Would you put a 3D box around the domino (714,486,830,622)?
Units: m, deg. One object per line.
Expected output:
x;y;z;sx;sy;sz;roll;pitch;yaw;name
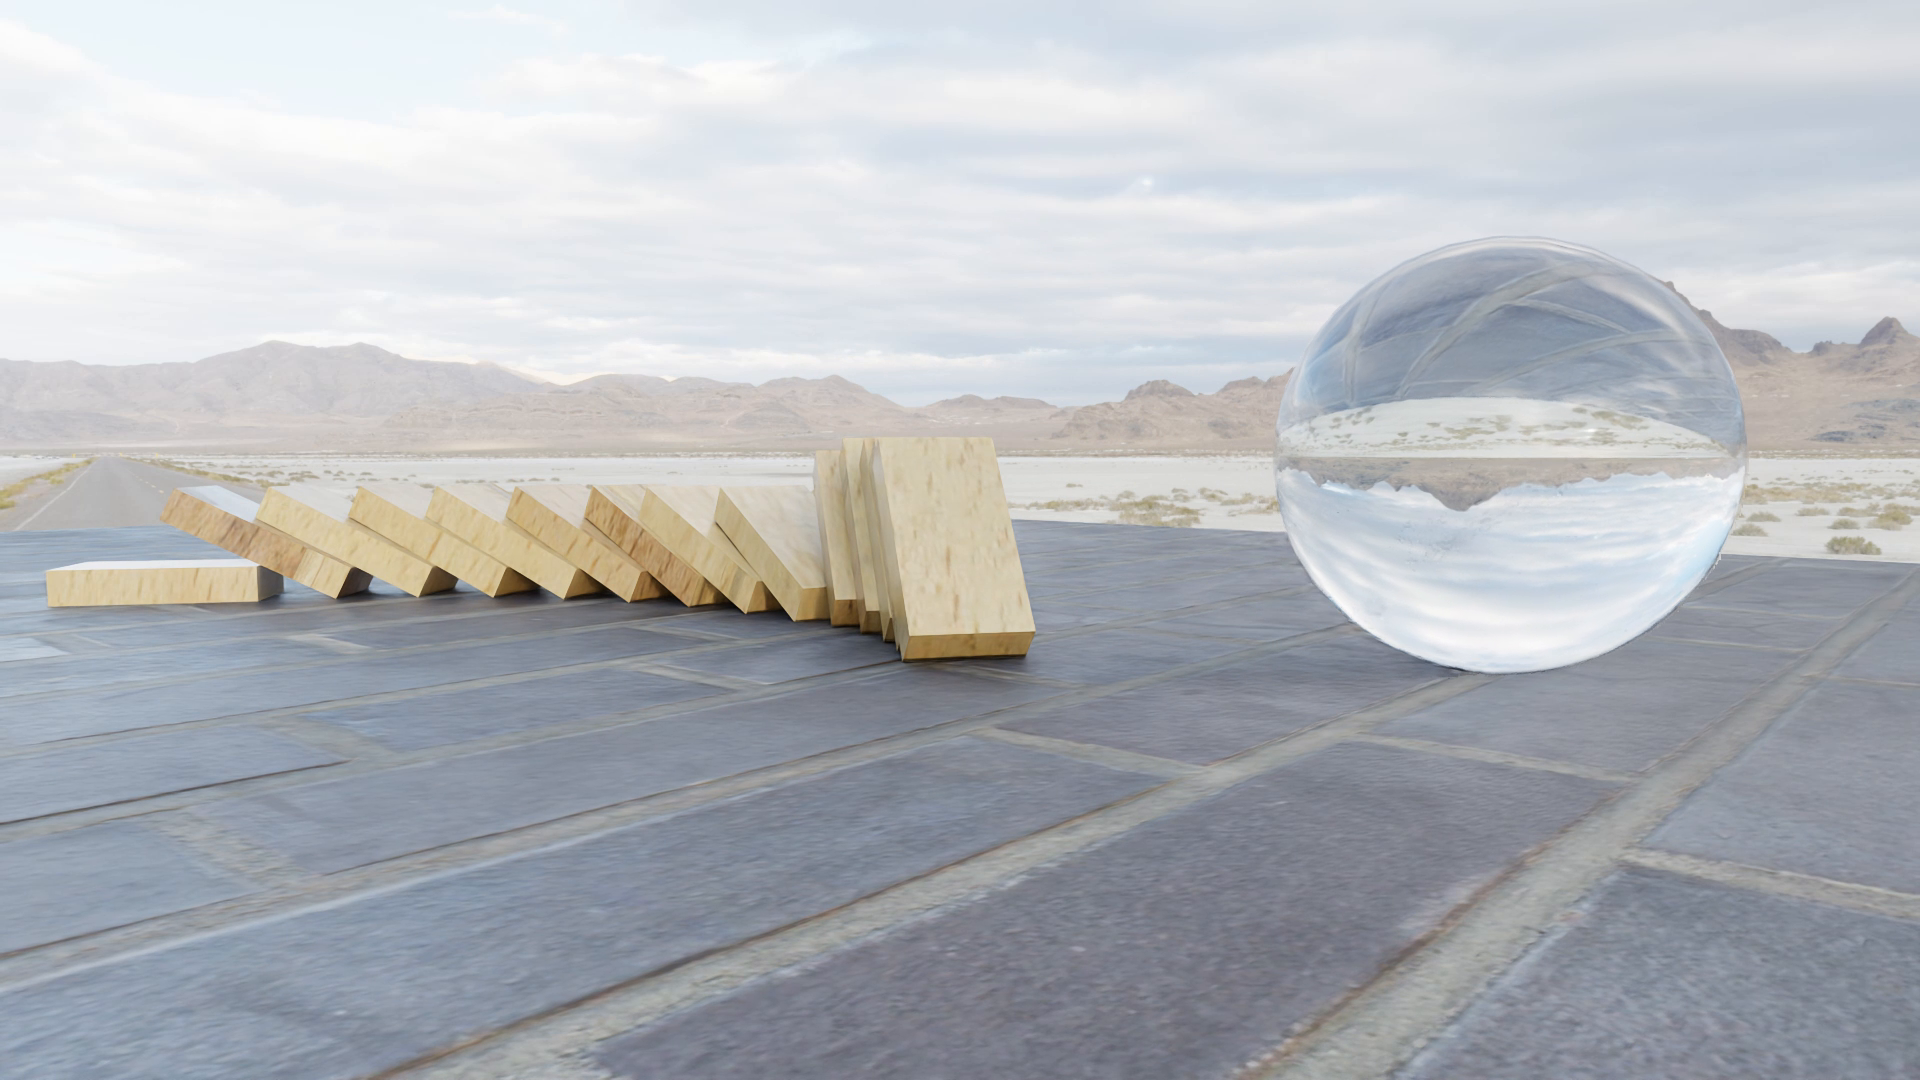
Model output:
-0.041;0.002;0.329;0.025;0.010;0.050;-3;32;-36;domino

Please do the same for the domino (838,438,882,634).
-0.013;-0.002;0.300;0.025;0.050;0.009;-1;-37;-14;domino

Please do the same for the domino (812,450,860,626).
-0.021;-0.001;0.314;0.025;0.010;0.050;-1;47;-13;domino

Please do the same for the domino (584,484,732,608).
-0.079;0.000;0.355;0.050;0.010;0.025;35;24;31;domino

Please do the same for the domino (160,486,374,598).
-0.193;0.000;0.362;0.050;0.010;0.025;26;1;-7;domino

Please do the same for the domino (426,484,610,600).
-0.124;0.000;0.368;0.050;0.010;0.025;28;12;13;domino

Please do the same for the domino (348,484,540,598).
-0.147;-0.001;0.371;0.050;0.010;0.025;27;9;8;domino

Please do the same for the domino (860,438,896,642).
-0.007;-0.001;0.289;0.025;0.050;0.009;-1;-37;-14;domino

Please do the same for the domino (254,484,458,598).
-0.171;0.000;0.368;0.050;0.009;0.025;26;4;-1;domino

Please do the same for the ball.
0.099;-0.015;0.237;0.080;0.080;0.080;0;4;0;ball

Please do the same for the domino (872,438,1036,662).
-0.002;0.001;0.264;0.025;0.050;0.010;-1;-37;-14;domino

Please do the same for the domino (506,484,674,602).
-0.101;0.000;0.363;0.050;0.010;0.025;31;17;22;domino

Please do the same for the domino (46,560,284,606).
-0.217;0.011;0.353;0.050;0.010;0.025;-1;4;-13;domino

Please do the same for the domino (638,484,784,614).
-0.061;0.001;0.343;0.050;0.010;0.025;36;25;33;domino

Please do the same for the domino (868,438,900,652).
-0.004;0.000;0.277;0.025;0.050;0.010;-1;-37;-14;domino
